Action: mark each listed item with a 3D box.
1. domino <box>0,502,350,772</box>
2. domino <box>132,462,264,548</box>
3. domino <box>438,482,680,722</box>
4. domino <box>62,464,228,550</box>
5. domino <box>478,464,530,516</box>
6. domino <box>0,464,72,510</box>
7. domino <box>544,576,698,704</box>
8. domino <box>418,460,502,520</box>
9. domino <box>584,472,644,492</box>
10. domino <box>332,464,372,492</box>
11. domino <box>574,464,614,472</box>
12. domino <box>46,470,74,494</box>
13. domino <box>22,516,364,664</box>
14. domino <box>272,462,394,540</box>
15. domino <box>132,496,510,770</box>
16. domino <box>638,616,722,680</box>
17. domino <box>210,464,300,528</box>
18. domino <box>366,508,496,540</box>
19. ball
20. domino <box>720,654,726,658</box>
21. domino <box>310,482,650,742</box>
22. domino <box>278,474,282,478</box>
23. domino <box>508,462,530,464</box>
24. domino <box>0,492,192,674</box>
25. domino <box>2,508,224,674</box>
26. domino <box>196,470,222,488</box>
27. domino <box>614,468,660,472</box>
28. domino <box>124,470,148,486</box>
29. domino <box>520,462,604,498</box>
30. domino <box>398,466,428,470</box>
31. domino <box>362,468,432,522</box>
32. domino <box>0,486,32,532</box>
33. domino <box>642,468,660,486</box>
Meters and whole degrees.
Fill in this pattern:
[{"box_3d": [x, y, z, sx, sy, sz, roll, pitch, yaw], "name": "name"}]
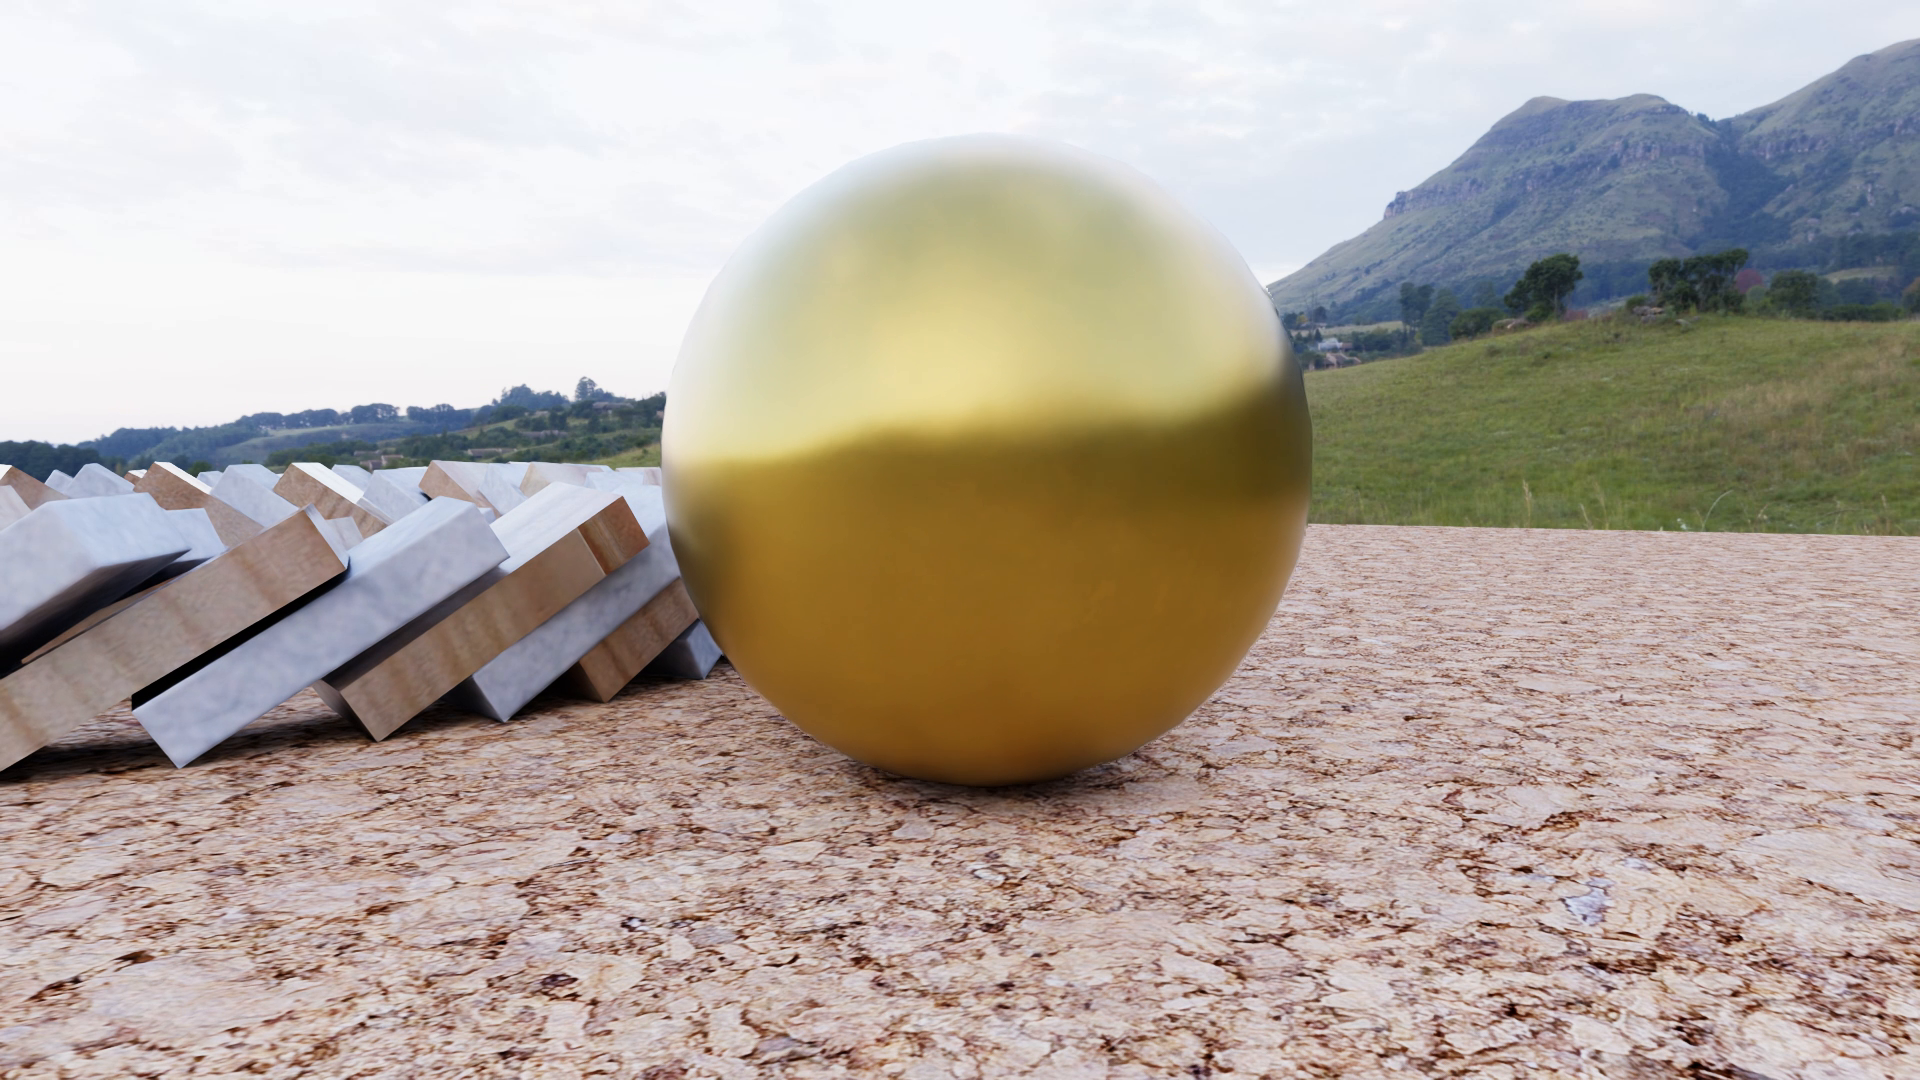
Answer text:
[{"box_3d": [-0.110, 0.013, 0.175, 0.050, 0.009, 0.025, -35, 17, -19], "name": "domino"}, {"box_3d": [-0.211, -0.004, 0.373, 0.050, 0.010, 0.025, 37, -11, -20], "name": "domino"}, {"box_3d": [-0.066, 0.009, 0.217, 0.025, 0.009, 0.050, 6, 39, 42], "name": "domino"}, {"box_3d": [-0.225, -0.003, 0.364, 0.050, 0.010, 0.025, 38, -13, -25], "name": "domino"}, {"box_3d": [-0.119, -0.005, 0.384, 0.050, 0.010, 0.025, 41, 22, 26], "name": "domino"}, {"box_3d": [-0.237, -0.002, 0.348, 0.025, 0.010, 0.050, 4, -30, 46], "name": "domino"}, {"box_3d": [-0.056, 0.008, 0.231, 0.025, 0.010, 0.050, 3, 37, 39], "name": "domino"}, {"box_3d": [-0.138, -0.006, 0.390, 0.050, 0.009, 0.025, 38, 14, 18], "name": "domino"}, {"box_3d": [-0.085, -0.002, 0.362, 0.025, 0.010, 0.050, -4, 37, -39], "name": "domino"}, {"box_3d": [-0.195, -0.009, 0.450, 0.050, 0.009, 0.025, 32, -3, -9], "name": "domino"}, {"box_3d": [-0.117, -0.009, 0.453, 0.050, 0.009, 0.025, 35, 14, 17], "name": "domino"}, {"box_3d": [-0.268, -0.006, 0.414, 0.050, 0.009, 0.025, 34, -15, -30], "name": "domino"}, {"box_3d": [-0.134, 0.011, 0.228, 0.050, 0.010, 0.025, -24, 6, -2], "name": "domino"}, {"box_3d": [-0.177, -0.005, 0.385, 0.050, 0.010, 0.025, 35, -3, -10], "name": "domino"}, {"box_3d": [-0.093, 0.011, 0.187, 0.050, 0.010, 0.025, -37, 23, -25], "name": "domino"}, {"box_3d": [-0.051, 0.006, 0.252, 0.025, 0.010, 0.050, 2, 37, 23], "name": "domino"}, {"box_3d": [-0.193, -0.004, 0.382, 0.050, 0.009, 0.025, 35, -3, -11], "name": "domino"}, {"box_3d": [-0.120, 0.009, 0.259, 0.025, 0.009, 0.050, 4, 30, 41], "name": "domino"}, {"box_3d": [0.003, -0.010, 0.162, 0.080, 0.080, 0.080, 0, 4, 0], "name": "ball"}, {"box_3d": [-0.050, 0.005, 0.273, 0.025, 0.010, 0.050, 1, 37, 10], "name": "domino"}, {"box_3d": [-0.077, 0.009, 0.202, 0.025, 0.010, 0.050, 10, 42, 48], "name": "domino"}, {"box_3d": [-0.212, -0.007, 0.445, 0.050, 0.010, 0.025, 28, -2, -12], "name": "domino"}, {"box_3d": [-0.137, -0.010, 0.456, 0.050, 0.009, 0.025, 34, 8, 9], "name": "domino"}, {"box_3d": [-0.128, 0.012, 0.163, 0.050, 0.010, 0.025, -34, 9, -4], "name": "domino"}, {"box_3d": [-0.158, 0.010, 0.222, 0.050, 0.009, 0.025, -26, 1, 7], "name": "domino"}, {"box_3d": [-0.233, -0.007, 0.436, 0.050, 0.009, 0.025, 30, -6, -18], "name": "domino"}, {"box_3d": [-0.096, -0.008, 0.446, 0.050, 0.009, 0.025, 37, 21, 24], "name": "domino"}, {"box_3d": [-0.251, -0.006, 0.427, 0.050, 0.010, 0.025, 32, -8, -21], "name": "domino"}, {"box_3d": [-0.105, -0.004, 0.376, 0.050, 0.010, 0.025, 42, 22, 29], "name": "domino"}, {"box_3d": [-0.174, -0.009, 0.454, 0.050, 0.010, 0.025, 31, 3, -4], "name": "domino"}, {"box_3d": [-0.154, -0.004, 0.393, 0.050, 0.009, 0.025, 34, 13, 12], "name": "domino"}, {"box_3d": [-0.143, 0.012, 0.159, 0.050, 0.010, 0.025, -34, 9, 0], "name": "domino"}, {"box_3d": [-0.070, -0.001, 0.349, 0.025, 0.010, 0.050, 0, 36, -26], "name": "domino"}]
